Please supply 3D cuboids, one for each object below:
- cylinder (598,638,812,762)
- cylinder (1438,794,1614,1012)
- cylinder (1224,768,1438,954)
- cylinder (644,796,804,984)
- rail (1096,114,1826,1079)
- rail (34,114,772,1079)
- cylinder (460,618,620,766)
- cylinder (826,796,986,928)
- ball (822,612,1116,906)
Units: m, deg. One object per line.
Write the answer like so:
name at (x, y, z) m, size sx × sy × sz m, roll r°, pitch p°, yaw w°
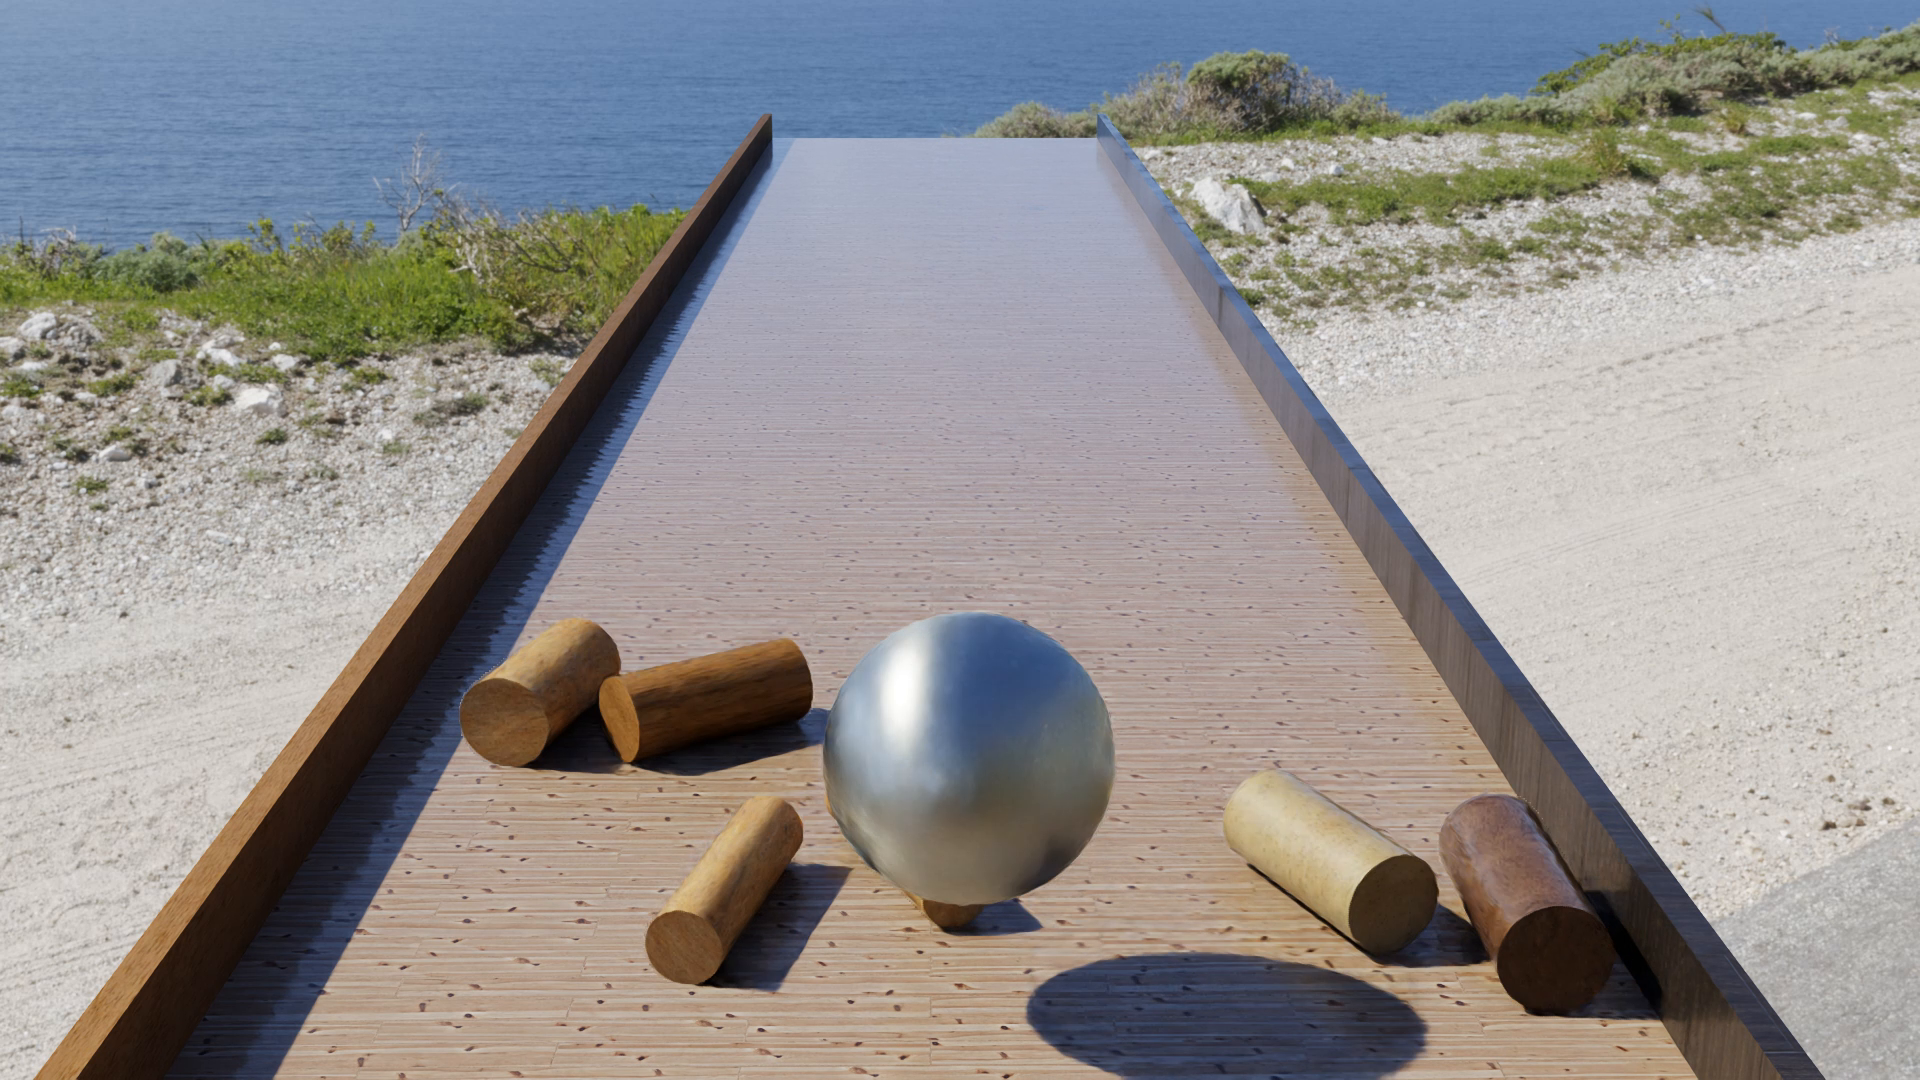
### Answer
cylinder at (-0.459, 0.288, 3.989) m, size 0.357 × 0.154 × 0.154 m, roll -12°, pitch 20°, yaw -35°
cylinder at (0.816, 0.519, 3.198) m, size 0.161 × 0.161 × 0.388 m, roll 0°, pitch 17°, yaw 0°
cylinder at (0.556, 0.481, 3.336) m, size 0.155 × 0.155 × 0.354 m, roll -7°, pitch 18°, yaw -23°
cylinder at (-0.346, 0.516, 3.291) m, size 0.114 × 0.114 × 0.416 m, roll 3°, pitch 17°, yaw 11°
rail at (0.932, -0.844, 7.801) m, size 0.050 × 0.150 × 12.000 m, roll 0°, pitch 17°, yaw -1°
rail at (-1.118, -0.838, 7.780) m, size 0.050 × 0.150 × 12.000 m, roll 0°, pitch 17°, yaw -1°
cylinder at (-0.761, 0.273, 4.015) m, size 0.166 × 0.166 × 0.339 m, roll 4°, pitch 17°, yaw 13°
cylinder at (-0.086, 0.471, 3.447) m, size 0.113 × 0.113 × 0.407 m, roll -7°, pitch 18°, yaw -23°
ball at (0.012, 0.294, 2.964) m, size 0.394 × 0.394 × 0.394 m, roll 0°, pitch 17°, yaw 0°
